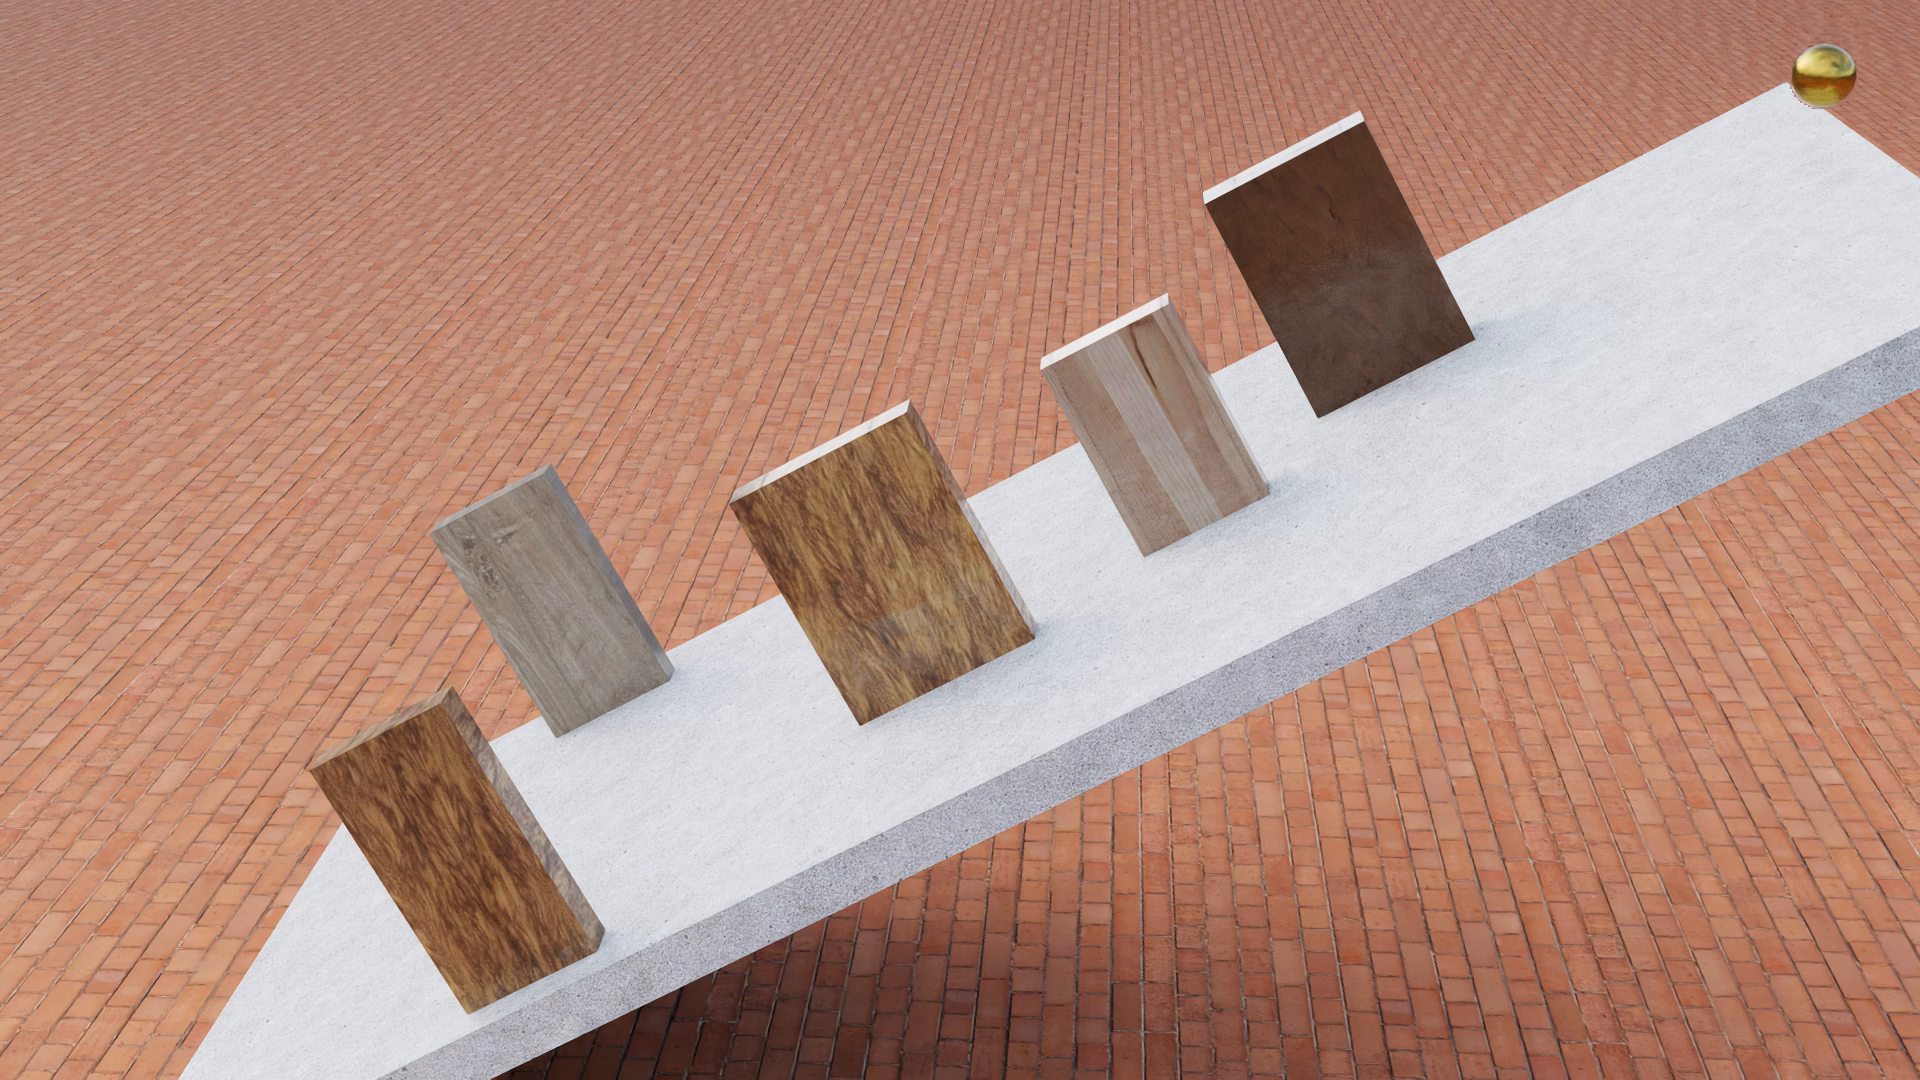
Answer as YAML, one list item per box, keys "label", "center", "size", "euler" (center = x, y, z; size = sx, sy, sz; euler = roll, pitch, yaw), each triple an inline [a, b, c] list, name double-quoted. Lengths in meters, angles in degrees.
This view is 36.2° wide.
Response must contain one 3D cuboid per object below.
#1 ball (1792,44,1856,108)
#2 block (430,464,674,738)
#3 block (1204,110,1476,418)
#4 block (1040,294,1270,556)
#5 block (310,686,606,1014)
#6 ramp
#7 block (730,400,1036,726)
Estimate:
- label: "ball"
  center: [1.604, -0.862, 5.459]
  size: [0.116, 0.116, 0.116]
  euler: [0, 18, 0]
- label: "block"
  center: [-0.987, 0.151, 7.140]
  size: [0.325, 0.595, 0.086]
  euler: [-27, 14, 11]
- label: "block"
  center: [0.809, -0.586, 6.282]
  size: [0.373, 0.530, 0.127]
  euler: [-27, 14, 11]
- label: "block"
  center: [0.401, -0.233, 6.026]
  size: [0.292, 0.451, 0.098]
  euler: [-27, 14, 11]
- label: "block"
  center: [-0.950, 0.592, 5.586]
  size: [0.292, 0.569, 0.096]
  euler: [-27, 14, 11]
- label: "ramp"
  center: [0.141, 0.167, 6.282]
  size: [4.000, 0.100, 2.000]
  euler: [-27, 14, 11]
- label: "block"
  center: [-0.153, 0.049, 5.961]
  size: [0.408, 0.537, 0.101]
  euler: [-27, 14, 11]
